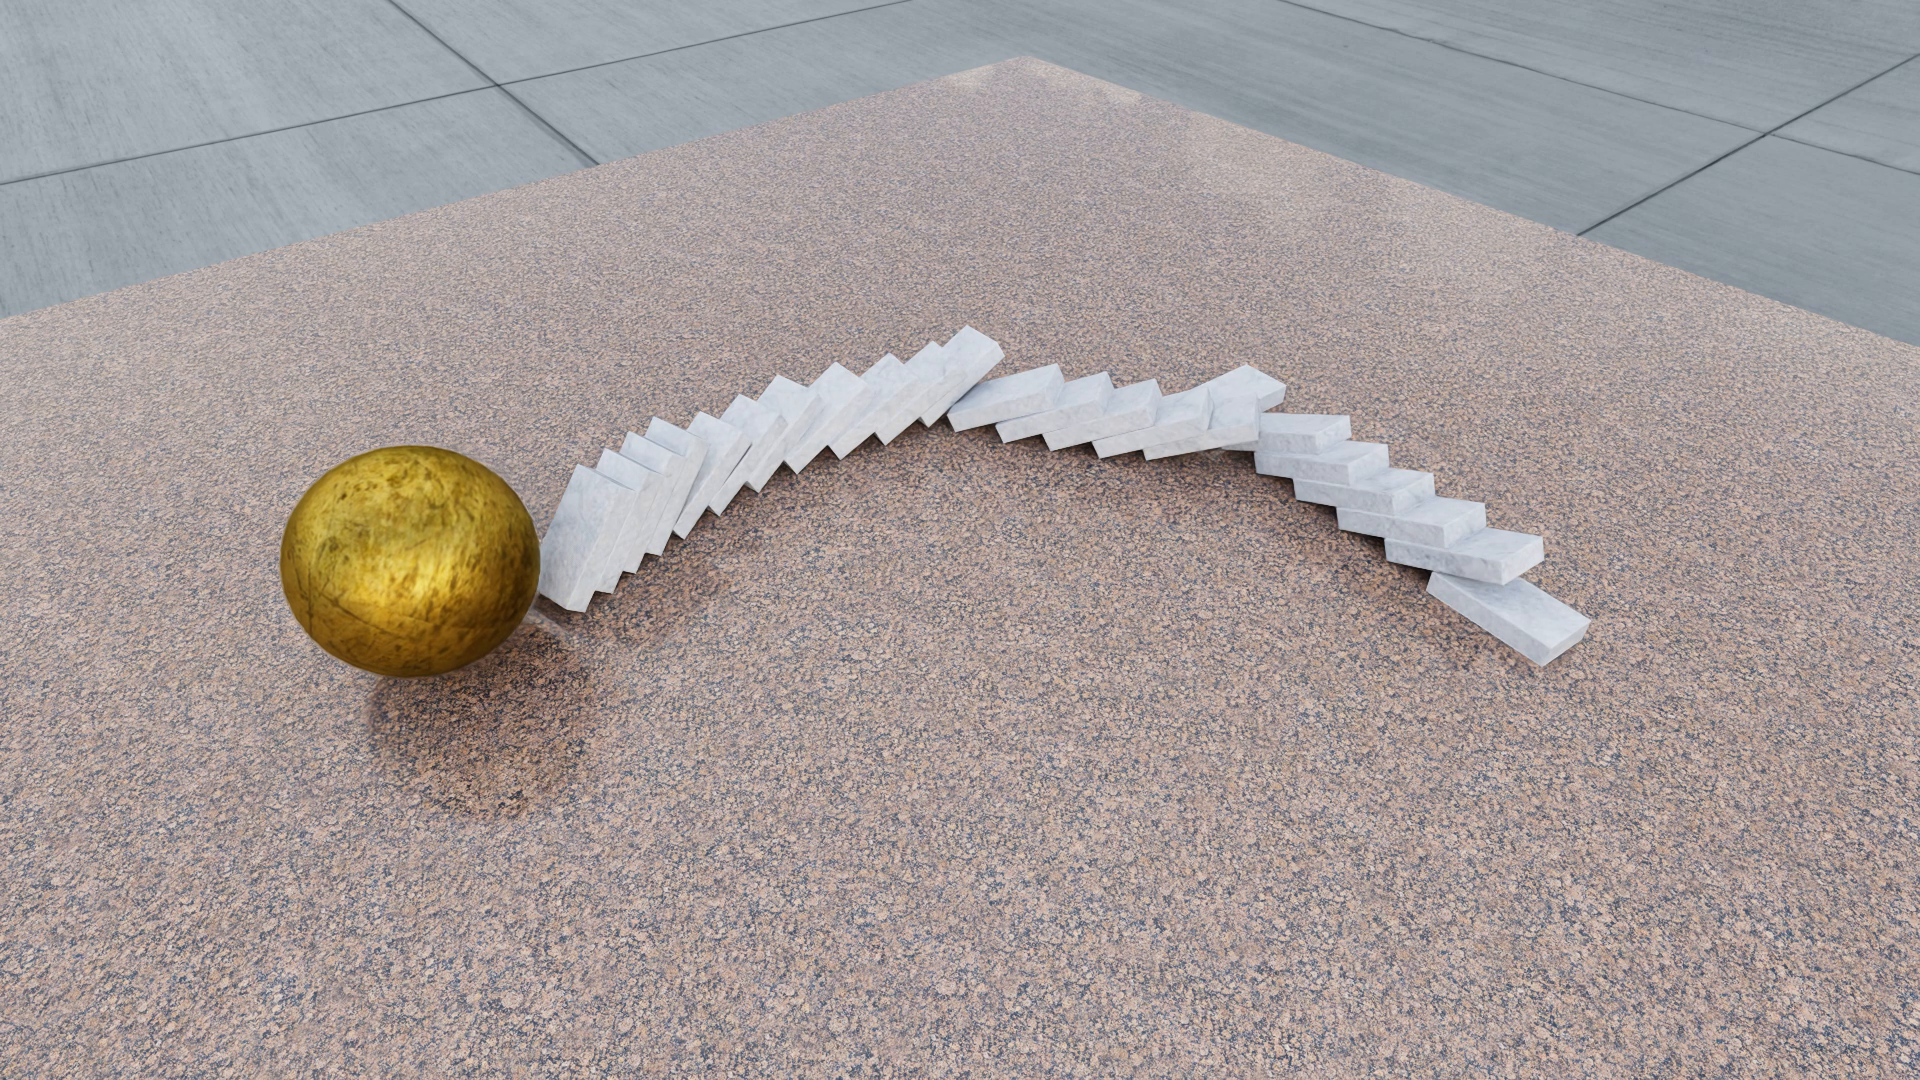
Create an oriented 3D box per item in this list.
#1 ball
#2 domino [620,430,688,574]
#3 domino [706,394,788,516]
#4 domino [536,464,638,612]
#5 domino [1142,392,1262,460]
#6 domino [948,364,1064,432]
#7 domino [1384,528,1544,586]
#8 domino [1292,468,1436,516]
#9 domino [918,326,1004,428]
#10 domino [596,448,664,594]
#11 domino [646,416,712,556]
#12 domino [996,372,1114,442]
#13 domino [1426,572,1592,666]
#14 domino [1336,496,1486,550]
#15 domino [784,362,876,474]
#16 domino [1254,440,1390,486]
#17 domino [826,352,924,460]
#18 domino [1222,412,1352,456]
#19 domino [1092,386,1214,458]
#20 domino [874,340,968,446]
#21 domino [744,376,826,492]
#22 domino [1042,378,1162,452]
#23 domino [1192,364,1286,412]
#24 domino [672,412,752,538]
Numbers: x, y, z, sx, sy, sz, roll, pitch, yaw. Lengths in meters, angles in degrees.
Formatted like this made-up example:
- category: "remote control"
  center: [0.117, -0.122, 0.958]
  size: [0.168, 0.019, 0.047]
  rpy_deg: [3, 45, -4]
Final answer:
- category: "ball"
  center: [-0.187, 0.007, 0.379]
  size: [0.080, 0.080, 0.080]
  rpy_deg: [0, 39, 0]
- category: "domino"
  center: [-0.130, -0.015, 0.436]
  size: [0.025, 0.050, 0.010]
  rpy_deg: [25, 1, 27]
- category: "domino"
  center: [-0.099, -0.037, 0.472]
  size: [0.025, 0.009, 0.050]
  rpy_deg: [26, 73, 28]
- category: "domino"
  center: [-0.144, -0.001, 0.418]
  size: [0.025, 0.050, 0.010]
  rpy_deg: [25, 1, 27]
- category: "domino"
  center: [0.108, -0.051, 0.491]
  size: [0.050, 0.010, 0.025]
  rpy_deg: [-9, 34, 25]
- category: "domino"
  center: [0.021, -0.066, 0.508]
  size: [0.050, 0.009, 0.025]
  rpy_deg: [-11, 33, 28]
- category: "domino"
  center: [0.193, 0.004, 0.423]
  size: [0.025, 0.009, 0.050]
  rpy_deg: [-24, 21, -26]
- category: "domino"
  center: [0.166, -0.022, 0.455]
  size: [0.025, 0.010, 0.050]
  rpy_deg: [-23, 21, -26]
- category: "domino"
  center: [-0.006, -0.078, 0.520]
  size: [0.050, 0.009, 0.025]
  rpy_deg: [-44, 46, -7]
- category: "domino"
  center: [-0.136, -0.008, 0.427]
  size: [0.025, 0.050, 0.010]
  rpy_deg: [25, 1, 27]
- category: "domino"
  center: [-0.122, -0.022, 0.444]
  size: [0.025, 0.050, 0.010]
  rpy_deg: [25, 1, 27]
- category: "domino"
  center: [0.043, -0.060, 0.500]
  size: [0.050, 0.009, 0.025]
  rpy_deg: [-12, 32, 29]
- category: "domino"
  center: [0.205, 0.024, 0.414]
  size: [0.025, 0.009, 0.050]
  rpy_deg: [-24, 45, -26]
- category: "domino"
  center: [0.179, -0.009, 0.439]
  size: [0.025, 0.010, 0.050]
  rpy_deg: [-23, 21, -26]
- category: "domino"
  center: [-0.064, -0.055, 0.494]
  size: [0.050, 0.009, 0.025]
  rpy_deg: [-46, 53, -9]
- category: "domino"
  center: [0.154, -0.034, 0.470]
  size: [0.025, 0.010, 0.050]
  rpy_deg: [-24, 21, -27]
- category: "domino"
  center: [-0.043, -0.061, 0.501]
  size: [0.050, 0.009, 0.025]
  rpy_deg: [-40, 48, -4]
- category: "domino"
  center: [0.143, -0.047, 0.485]
  size: [0.025, 0.010, 0.050]
  rpy_deg: [-26, 23, -34]
- category: "domino"
  center: [0.086, -0.052, 0.489]
  size: [0.050, 0.010, 0.025]
  rpy_deg: [-11, 34, 30]
- category: "domino"
  center: [-0.023, -0.068, 0.509]
  size: [0.050, 0.010, 0.025]
  rpy_deg: [-40, 47, -4]
- category: "domino"
  center: [-0.084, -0.047, 0.484]
  size: [0.025, 0.009, 0.050]
  rpy_deg: [26, 73, 29]
- category: "domino"
  center: [0.064, -0.056, 0.495]
  size: [0.050, 0.009, 0.025]
  rpy_deg: [-12, 32, 29]
- category: "domino"
  center: [0.129, -0.067, 0.525]
  size: [0.050, 0.010, 0.025]
  rpy_deg: [-26, 46, -28]
- category: "domino"
  center: [-0.112, -0.027, 0.459]
  size: [0.025, 0.010, 0.050]
  rpy_deg: [25, 74, 27]
